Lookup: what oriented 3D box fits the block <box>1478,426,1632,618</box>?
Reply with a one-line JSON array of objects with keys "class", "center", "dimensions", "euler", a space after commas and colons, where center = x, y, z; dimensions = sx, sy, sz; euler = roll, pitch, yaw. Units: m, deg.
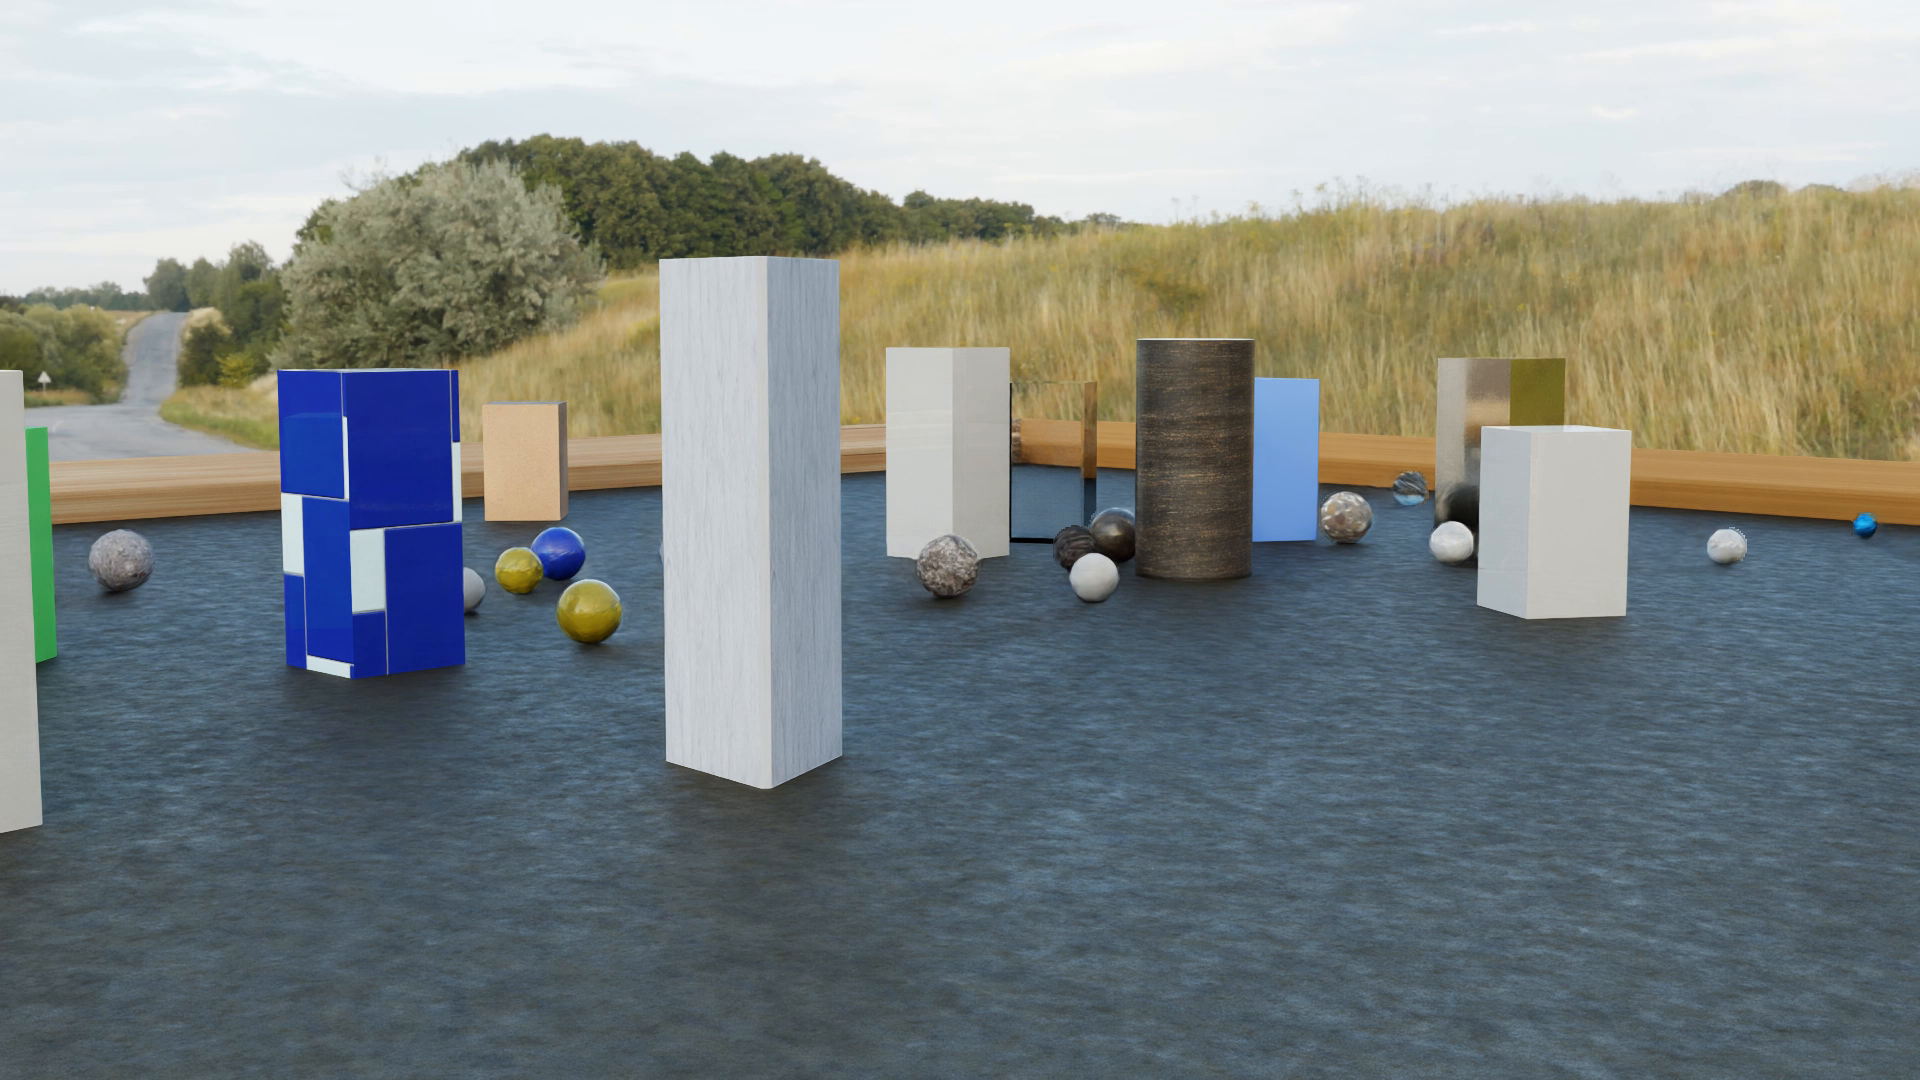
[{"class": "block", "center": [0.880, -0.030, 3.267], "dimensions": [0.158, 0.271, 0.158], "euler": [-1, 6, -13]}]

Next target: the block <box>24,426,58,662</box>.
[{"class": "block", "center": [-1.251, 0.010, 2.754], "dimensions": [0.158, 0.296, 0.158], "euler": [0, 6, 3]}]

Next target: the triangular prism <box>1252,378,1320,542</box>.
[{"class": "triangular prism", "center": [0.597, -0.161, 4.325], "dimensions": [0.172, 0.312, 0.149], "euler": [-1, 6, -12]}]

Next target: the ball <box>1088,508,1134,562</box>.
[{"class": "ball", "center": [0.276, -0.008, 3.893], "dimensions": [0.097, 0.097, 0.097], "euler": [0, 6, 0]}]

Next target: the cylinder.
[{"class": "cylinder", "center": [0.395, -0.139, 3.705], "dimensions": [0.198, 0.397, 0.198], "euler": [0, 6, 0]}]

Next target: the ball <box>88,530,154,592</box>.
[{"class": "ball", "center": [-1.333, 0.033, 3.495], "dimensions": [0.098, 0.098, 0.098], "euler": [0, 6, 0]}]

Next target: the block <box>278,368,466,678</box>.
[{"class": "block", "center": [-0.738, -0.027, 2.759], "dimensions": [0.158, 0.371, 0.158], "euler": [6, 8, 43]}]

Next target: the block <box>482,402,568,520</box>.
[{"class": "block", "center": [-0.936, -0.172, 4.747], "dimensions": [0.158, 0.247, 0.158], "euler": [0, 6, -4]}]

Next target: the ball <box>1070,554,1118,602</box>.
[{"class": "ball", "center": [0.206, 0.058, 3.369], "dimensions": [0.075, 0.075, 0.075], "euler": [0, 6, 0]}]

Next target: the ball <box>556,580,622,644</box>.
[{"class": "ball", "center": [-0.496, 0.096, 2.946], "dimensions": [0.087, 0.087, 0.087], "euler": [0, 6, 0]}]

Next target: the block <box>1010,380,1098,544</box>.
[{"class": "block", "center": [0.173, -0.154, 4.277], "dimensions": [0.158, 0.307, 0.158], "euler": [2, 6, 14]}]

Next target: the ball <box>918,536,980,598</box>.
[{"class": "ball", "center": [-0.018, 0.042, 3.417], "dimensions": [0.097, 0.097, 0.097], "euler": [0, 6, 0]}]

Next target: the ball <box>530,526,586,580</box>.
[{"class": "ball", "center": [-0.664, 0.023, 3.631], "dimensions": [0.090, 0.090, 0.090], "euler": [0, 6, 0]}]

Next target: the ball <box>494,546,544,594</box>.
[{"class": "ball", "center": [-0.695, 0.048, 3.465], "dimensions": [0.075, 0.075, 0.075], "euler": [0, 6, 0]}]

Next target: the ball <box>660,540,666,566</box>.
[{"class": "ball", "center": [-0.465, 0.020, 3.706], "dimensions": [0.081, 0.081, 0.081], "euler": [0, 6, 0]}]

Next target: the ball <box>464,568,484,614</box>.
[{"class": "ball", "center": [-0.735, 0.074, 3.238], "dimensions": [0.069, 0.069, 0.069], "euler": [0, 6, 0]}]

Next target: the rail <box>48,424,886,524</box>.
[{"class": "rail", "center": [-1.491, -0.134, 4.939], "dimensions": [4.626, 0.129, 0.045], "euler": [-5, 8, -42]}]

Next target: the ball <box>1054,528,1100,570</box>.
[{"class": "ball", "center": [0.200, 0.017, 3.752], "dimensions": [0.076, 0.076, 0.076], "euler": [0, 6, 0]}]

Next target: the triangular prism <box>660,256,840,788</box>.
[{"class": "triangular prism", "center": [-0.179, -0.025, 2.143], "dimensions": [0.149, 0.494, 0.172], "euler": [-5, 8, -40]}]

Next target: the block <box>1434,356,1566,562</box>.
[{"class": "block", "center": [0.969, -0.146, 3.951], "dimensions": [0.158, 0.360, 0.158], "euler": [-5, 8, -39]}]

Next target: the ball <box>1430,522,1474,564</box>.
[{"class": "ball", "center": [0.864, 0.006, 3.861], "dimensions": [0.076, 0.076, 0.076], "euler": [0, 6, 0]}]

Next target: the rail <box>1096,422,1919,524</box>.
[{"class": "rail", "center": [1.683, -0.128, 4.876], "dimensions": [0.045, 0.129, 4.444], "euler": [-5, 8, -42]}]

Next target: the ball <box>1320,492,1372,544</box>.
[{"class": "ball", "center": [0.742, -0.043, 4.219], "dimensions": [0.099, 0.099, 0.099], "euler": [0, 6, 0]}]

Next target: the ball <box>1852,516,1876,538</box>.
[{"class": "ball", "center": [1.779, -0.026, 4.325], "dimensions": [0.044, 0.044, 0.044], "euler": [0, 6, 0]}]

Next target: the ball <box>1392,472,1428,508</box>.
[{"class": "ball", "center": [1.023, -0.114, 4.995], "dimensions": [0.080, 0.080, 0.080], "euler": [0, 6, 0]}]

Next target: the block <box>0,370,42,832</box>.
[{"class": "block", "center": [-0.908, 0.054, 1.873], "dimensions": [0.158, 0.393, 0.158], "euler": [4, 7, 35]}]

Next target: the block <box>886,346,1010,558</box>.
[{"class": "block", "center": [-0.022, -0.160, 3.994], "dimensions": [0.158, 0.378, 0.158], "euler": [5, 8, 40]}]

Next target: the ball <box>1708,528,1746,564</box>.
[{"class": "ball", "center": [1.348, 0.012, 3.868], "dimensions": [0.063, 0.063, 0.063], "euler": [0, 6, 0]}]
